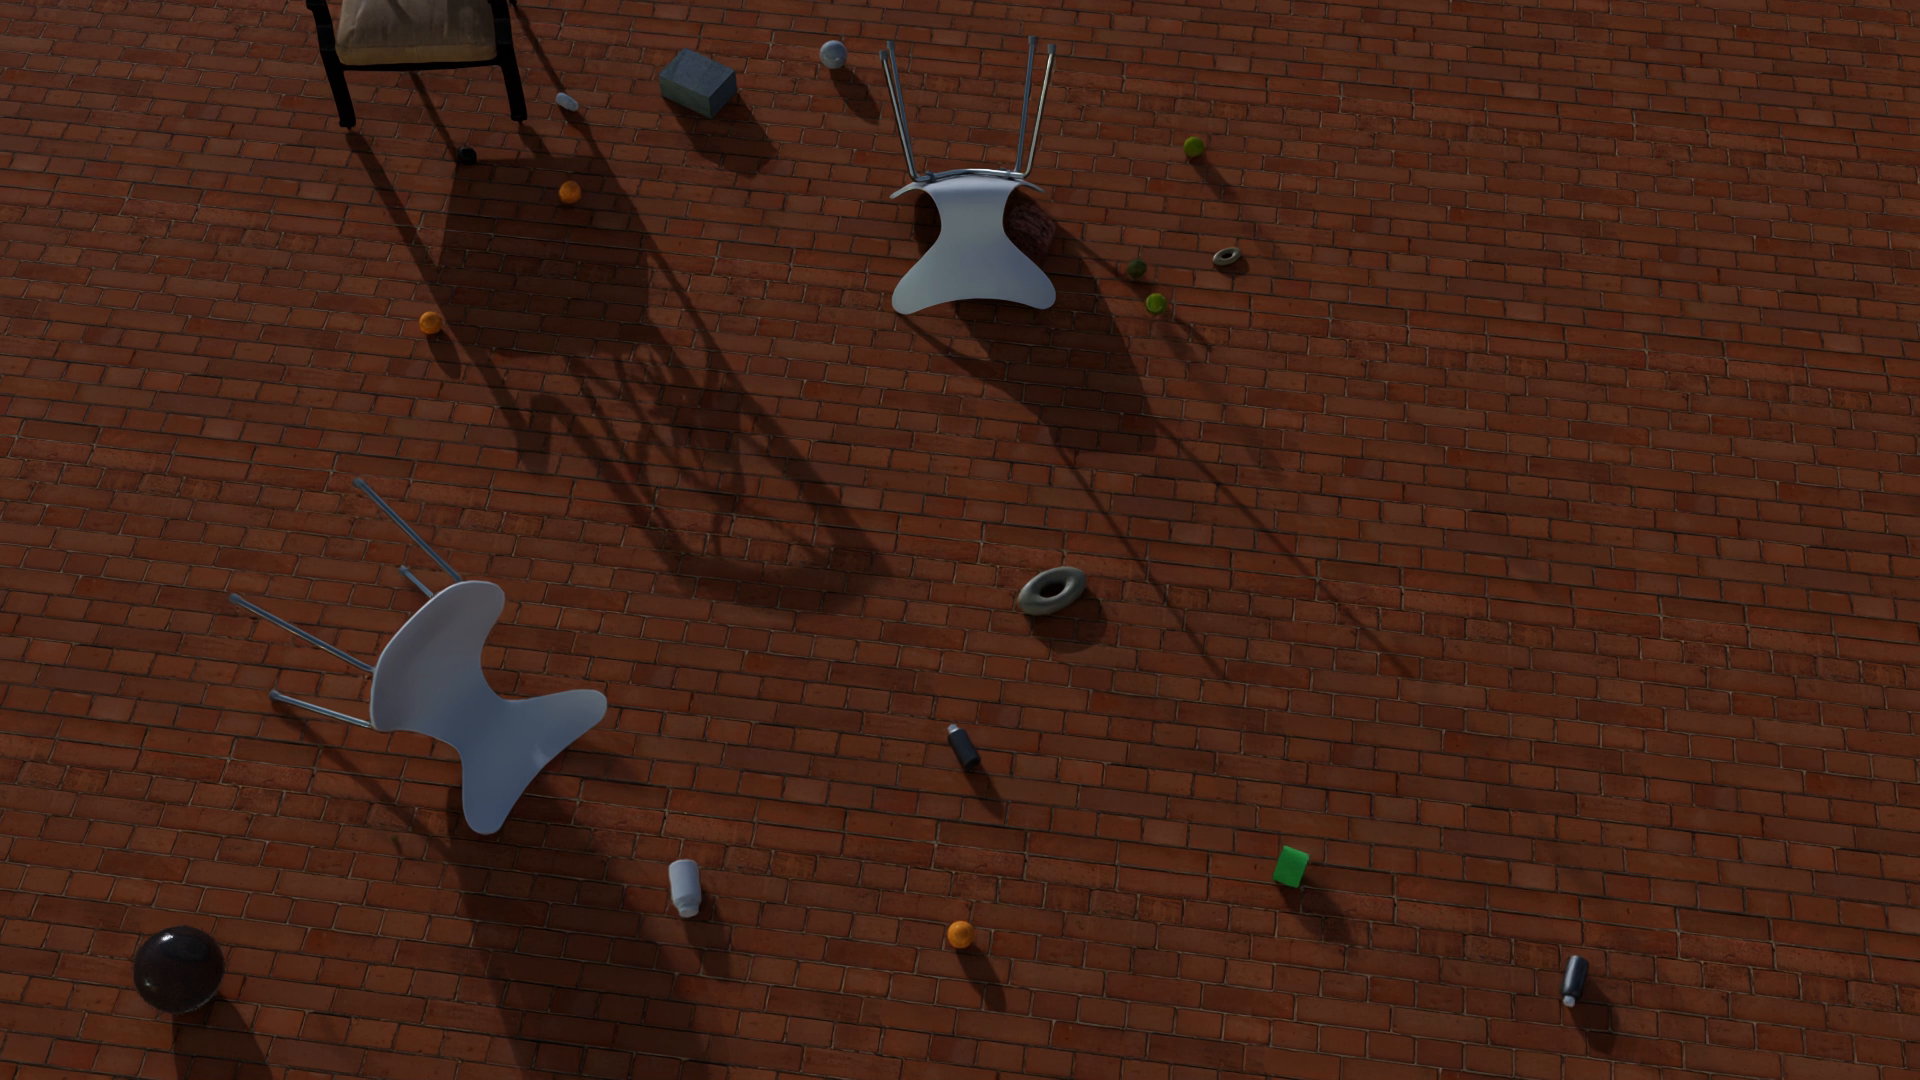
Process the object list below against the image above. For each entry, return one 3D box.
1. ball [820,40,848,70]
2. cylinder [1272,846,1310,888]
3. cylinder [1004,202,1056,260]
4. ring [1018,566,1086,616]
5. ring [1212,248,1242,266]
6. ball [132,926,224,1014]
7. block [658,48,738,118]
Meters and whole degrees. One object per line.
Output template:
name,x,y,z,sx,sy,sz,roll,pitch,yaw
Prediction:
ball,-0.439,-1.688,7.647,0.099,0.099,0.099,0,56,0
cylinder,0.894,0.882,5.936,0.073,0.070,0.096,20,89,13
cylinder,0.227,-1.006,7.169,0.167,0.104,0.117,36,55,-22
ring,0.270,0.149,6.443,0.226,0.052,0.131,-26,61,-16
ring,0.872,-0.926,7.182,0.106,0.022,0.060,-24,61,-15
ball,-2.022,1.112,5.693,0.224,0.224,0.224,0,56,0
block,-0.902,-1.573,7.569,0.211,0.100,0.155,27,60,17
